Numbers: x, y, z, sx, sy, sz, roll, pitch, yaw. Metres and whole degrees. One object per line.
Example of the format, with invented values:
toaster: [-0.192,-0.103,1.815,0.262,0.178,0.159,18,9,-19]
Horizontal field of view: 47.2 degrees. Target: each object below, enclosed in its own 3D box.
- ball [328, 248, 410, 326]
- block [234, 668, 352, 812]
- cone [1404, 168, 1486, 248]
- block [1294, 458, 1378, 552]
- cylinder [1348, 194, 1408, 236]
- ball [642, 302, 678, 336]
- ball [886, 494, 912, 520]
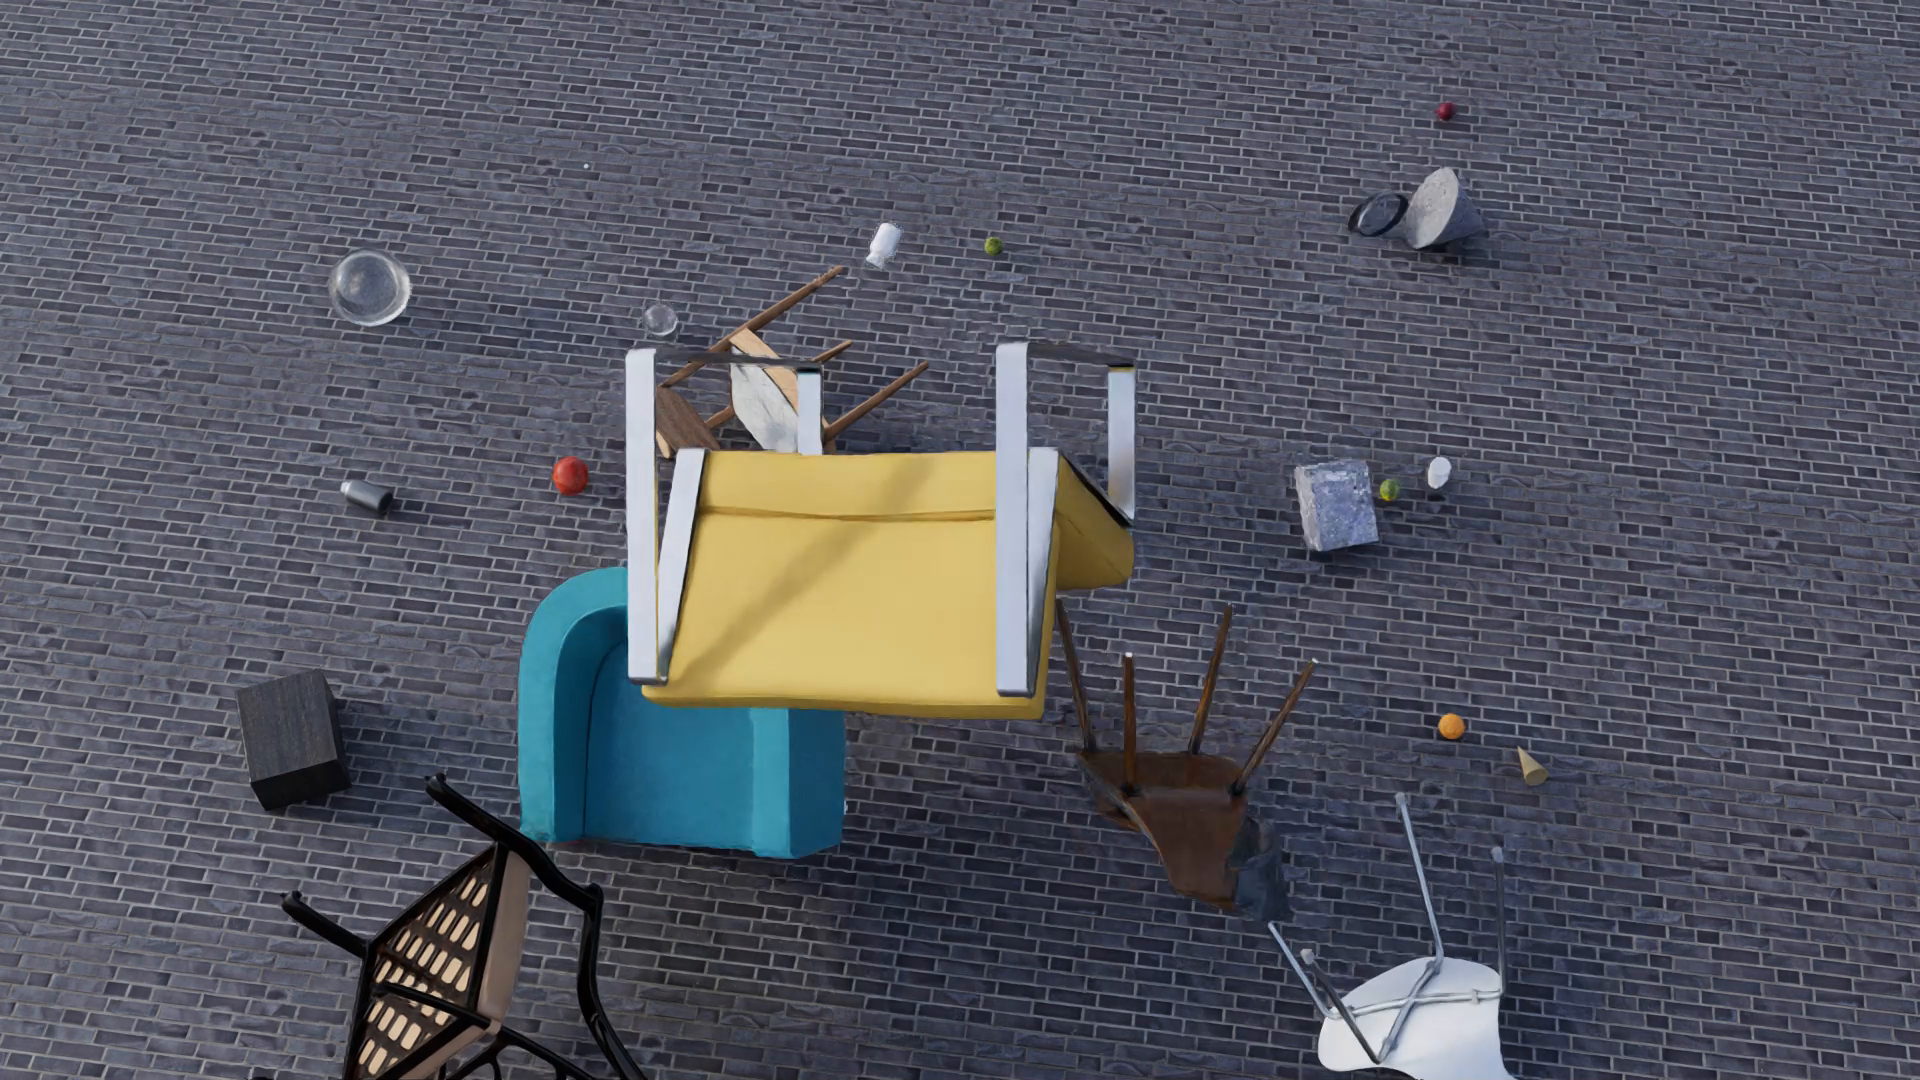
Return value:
ball: [-1.869,-0.800,6.960,0.250,0.250,0.250,0,56,0]
block: [-1.850,0.553,6.101,0.238,0.169,0.301,-15,57,-10]
cone: [1.627,-1.045,7.165,0.219,0.314,0.273,18,95,-17]
block: [1.107,-0.106,6.479,0.173,0.161,0.239,-11,95,-7]
cylinder: [1.366,-1.064,7.190,0.187,0.108,0.103,-38,105,-4]
ball: [-0.951,-0.701,6.979,0.109,0.109,0.109,0,56,0]
ball: [-0.183,-0.100,6.593,0.080,0.080,0.080,0,56,0]
